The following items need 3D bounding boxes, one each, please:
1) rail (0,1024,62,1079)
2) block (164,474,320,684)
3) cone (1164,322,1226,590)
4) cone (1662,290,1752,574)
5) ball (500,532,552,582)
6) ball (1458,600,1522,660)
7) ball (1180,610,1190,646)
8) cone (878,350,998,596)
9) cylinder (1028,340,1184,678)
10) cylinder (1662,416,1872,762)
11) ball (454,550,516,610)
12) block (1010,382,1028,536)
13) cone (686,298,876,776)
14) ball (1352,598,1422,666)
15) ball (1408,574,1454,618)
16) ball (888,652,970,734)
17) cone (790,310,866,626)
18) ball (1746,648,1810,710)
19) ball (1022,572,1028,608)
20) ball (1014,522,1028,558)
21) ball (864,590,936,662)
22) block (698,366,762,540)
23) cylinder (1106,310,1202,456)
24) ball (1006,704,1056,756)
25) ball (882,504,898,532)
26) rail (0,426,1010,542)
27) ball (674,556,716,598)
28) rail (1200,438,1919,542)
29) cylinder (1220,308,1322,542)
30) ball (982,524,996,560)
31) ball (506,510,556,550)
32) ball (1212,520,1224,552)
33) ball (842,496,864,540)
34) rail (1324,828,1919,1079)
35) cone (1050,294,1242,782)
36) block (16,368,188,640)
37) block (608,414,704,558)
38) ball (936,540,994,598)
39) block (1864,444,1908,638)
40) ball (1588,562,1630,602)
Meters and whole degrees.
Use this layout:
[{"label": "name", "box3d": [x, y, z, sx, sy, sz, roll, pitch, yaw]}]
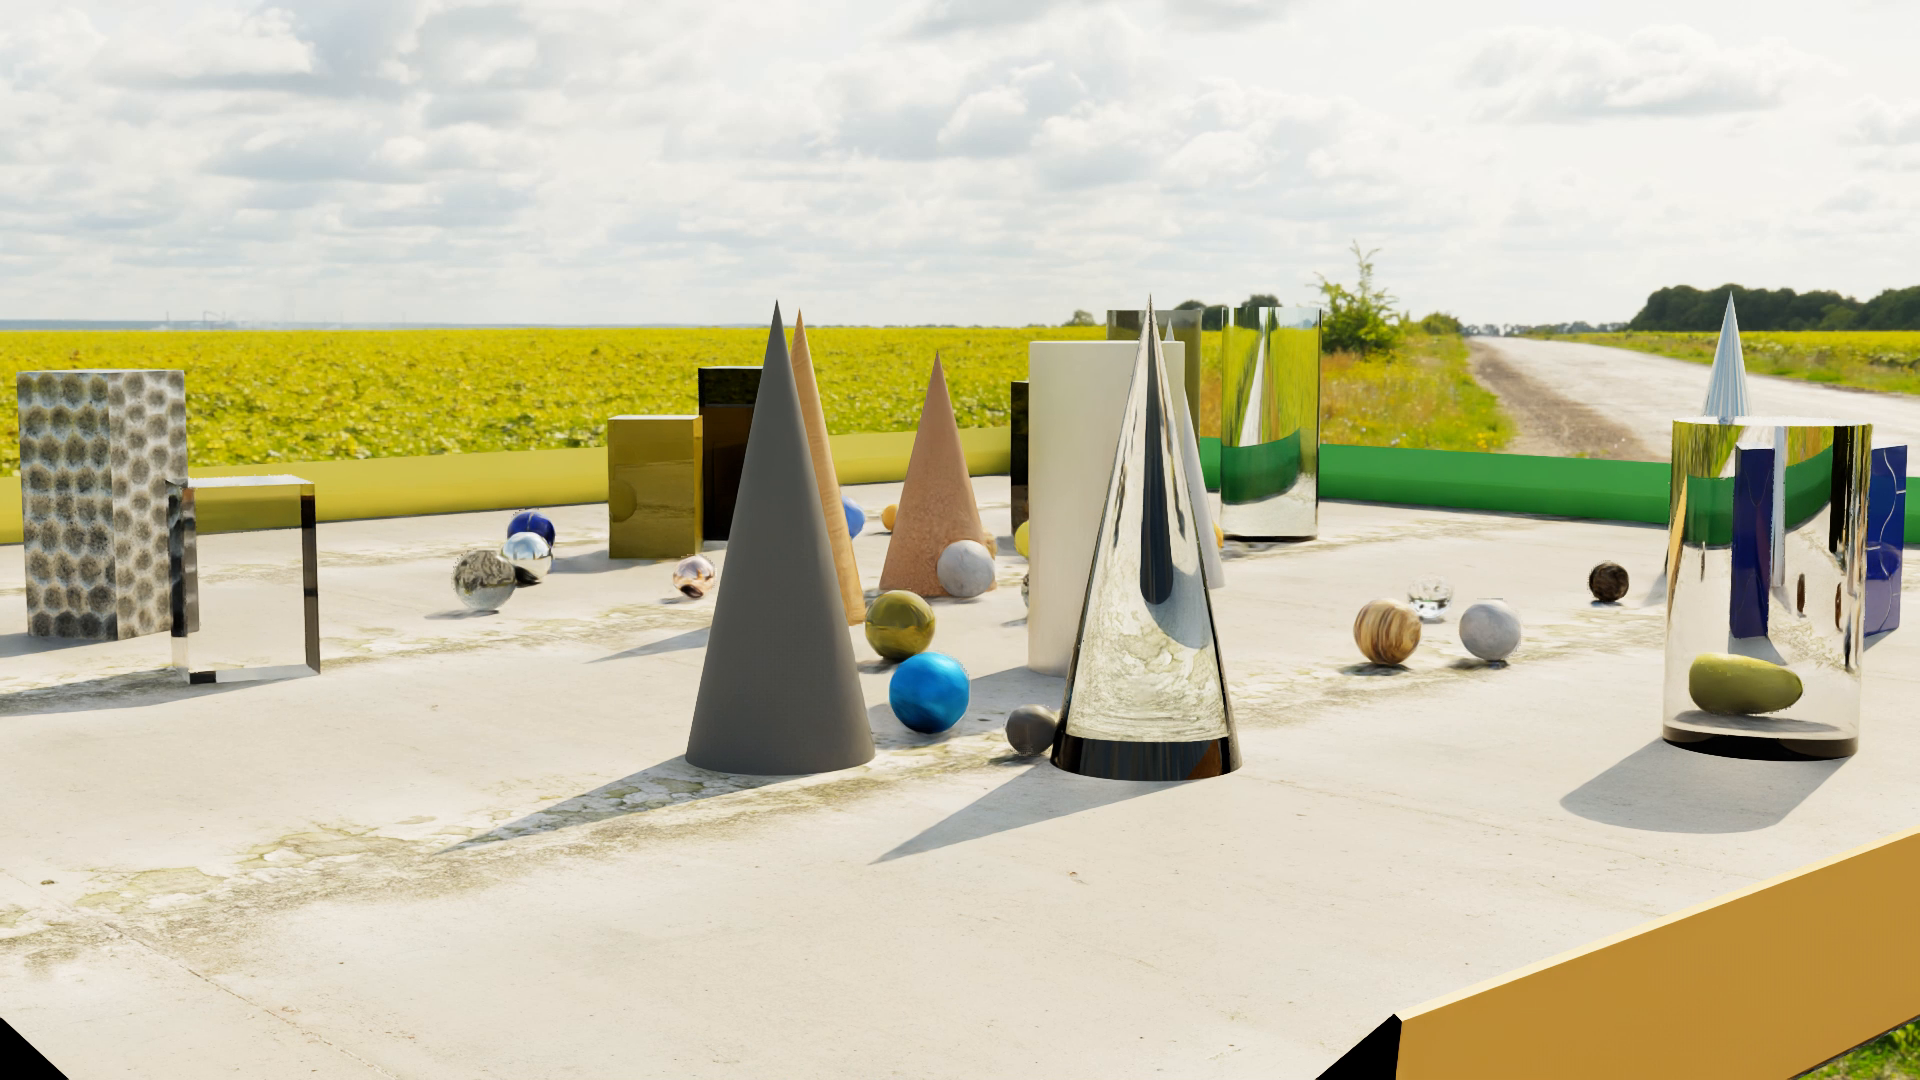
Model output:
[{"label": "rail", "box3d": [-1.387, 0.166, 2.060, 0.045, 0.123, 3.710, -6, 8, -42]}, {"label": "block", "box3d": [-0.881, 0.044, 2.698, 0.152, 0.234, 0.152, -3, 7, -27]}, {"label": "cone", "box3d": [0.335, -0.142, 3.537, 0.190, 0.428, 0.190, 0, 6, 0]}, {"label": "cone", "box3d": [1.279, -0.179, 3.672, 0.190, 0.474, 0.190, 0, 6, 0]}, {"label": "ball", "box3d": [-0.704, 0.028, 3.572, 0.083, 0.083, 0.083, 0, 6, 0]}, {"label": "ball", "box3d": [0.672, 0.114, 2.787, 0.078, 0.078, 0.078, 0, 6, 0]}, {"label": "ball", "box3d": [0.270, 0.113, 2.871, 0.061, 0.061, 0.061, 0, 6, 0]}, {"label": "cone", "box3d": [-0.035, -0.113, 3.492, 0.190, 0.381, 0.190, 0, 6, 0]}, {"label": "cylinder", "box3d": [0.179, -0.042, 2.709, 0.190, 0.403, 0.190, 0, 6, 0]}, {"label": "cylinder", "box3d": [0.821, 0.044, 2.243, 0.190, 0.330, 0.190, 0, 6, 0]}, {"label": "ball", "box3d": [-0.701, 0.059, 3.242, 0.091, 0.091, 0.091, 0, 6, 0]}, {"label": "block", "box3d": [0.204, -0.157, 4.291, 0.152, 0.301, 0.152, -4, 7, -31]}, {"label": "cone", "box3d": [-0.179, -0.011, 2.172, 0.190, 0.455, 0.190, 0, 6, 0]}, {"label": "ball", "box3d": [0.534, 0.114, 2.749, 0.084, 0.084, 0.084, 0, 6, 0]}, {"label": "ball", "box3d": [0.677, 0.080, 3.163, 0.065, 0.065, 0.065, 0, 6, 0]}, {"label": "ball", "box3d": [-0.032, 0.160, 2.308, 0.085, 0.085, 0.085, 0, 6, 0]}, {"label": "cone", "box3d": [-0.226, -0.108, 3.127, 0.190, 0.447, 0.190, 0, 6, 0]}, {"label": "ball", "box3d": [0.910, 0.155, 2.446, 0.068, 0.068, 0.068, 0, 6, 0]}, {"label": "ball", "box3d": [0.130, 0.071, 3.150, 0.085, 0.085, 0.085, 0, 6, 0]}, {"label": "ball", "box3d": [0.131, 0.000, 3.901, 0.070, 0.070, 0.070, 0, 6, 0]}, {"label": "ball", "box3d": [-0.076, 0.108, 2.776, 0.091, 0.091, 0.091, 0, 6, 0]}, {"label": "block", "box3d": [-0.411, -0.170, 4.270, 0.152, 0.330, 0.152, 1, 6, 10]}, {"label": "cylinder", "box3d": [0.388, -0.241, 4.420, 0.190, 0.440, 0.190, 0, 6, 0]}, {"label": "ball", "box3d": [0.071, 0.189, 2.196, 0.051, 0.051, 0.051, 0, 6, 0]}, {"label": "ball", "box3d": [-0.127, -0.044, 4.371, 0.059, 0.059, 0.059, 0, 6, 0]}, {"label": "rail", "box3d": [-1.242, -0.109, 4.671, 3.821, 0.123, 0.045, -6, 8, -42]}, {"label": "ball", "box3d": [-0.409, 0.057, 3.387, 0.064, 0.064, 0.064, 0, 6, 0]}, {"label": "rail", "box3d": [1.387, -0.102, 4.605, 0.045, 0.123, 3.710, -6, 8, -42]}, {"label": "cylinder", "box3d": [0.600, -0.226, 4.254, 0.190, 0.446, 0.190, 0, 6, 0]}, {"label": "ball", "box3d": [0.013, 0.015, 3.639, 0.095, 0.095, 0.095, 0, 6, 0]}, {"label": "ball", "box3d": [-0.761, -0.009, 3.904, 0.087, 0.087, 0.087, 0, 6, 0]}, {"label": "ball", "box3d": [0.425, -0.002, 3.877, 0.078, 0.078, 0.078, 0, 6, 0]}, {"label": "ball", "box3d": [-0.225, -0.040, 4.202, 0.086, 0.086, 0.086, 0, 6, 0]}, {"label": "rail", "box3d": [1.242, 0.173, 1.994, 3.821, 0.123, 0.045, -6, 8, -42]}, {"label": "cone", "box3d": [0.183, -0.012, 2.145, 0.190, 0.462, 0.190, 0, 6, 0]}, {"label": "block", "box3d": [-1.175, -0.053, 3.028, 0.152, 0.359, 0.152, 2, 6, 20]}, {"label": "block", "box3d": [-0.549, -0.098, 3.980, 0.152, 0.249, 0.152, 0, 6, -1]}, {"label": "ball", "box3d": [0.009, 0.045, 3.380, 0.090, 0.090, 0.090, 0, 6, 0]}, {"label": "block", "box3d": [1.207, -0.005, 3.059, 0.152, 0.256, 0.152, 6, 8, 43]}, {"label": "ball", "box3d": [0.986, 0.064, 3.340, 0.060, 0.060, 0.060, 0, 6, 0]}]
